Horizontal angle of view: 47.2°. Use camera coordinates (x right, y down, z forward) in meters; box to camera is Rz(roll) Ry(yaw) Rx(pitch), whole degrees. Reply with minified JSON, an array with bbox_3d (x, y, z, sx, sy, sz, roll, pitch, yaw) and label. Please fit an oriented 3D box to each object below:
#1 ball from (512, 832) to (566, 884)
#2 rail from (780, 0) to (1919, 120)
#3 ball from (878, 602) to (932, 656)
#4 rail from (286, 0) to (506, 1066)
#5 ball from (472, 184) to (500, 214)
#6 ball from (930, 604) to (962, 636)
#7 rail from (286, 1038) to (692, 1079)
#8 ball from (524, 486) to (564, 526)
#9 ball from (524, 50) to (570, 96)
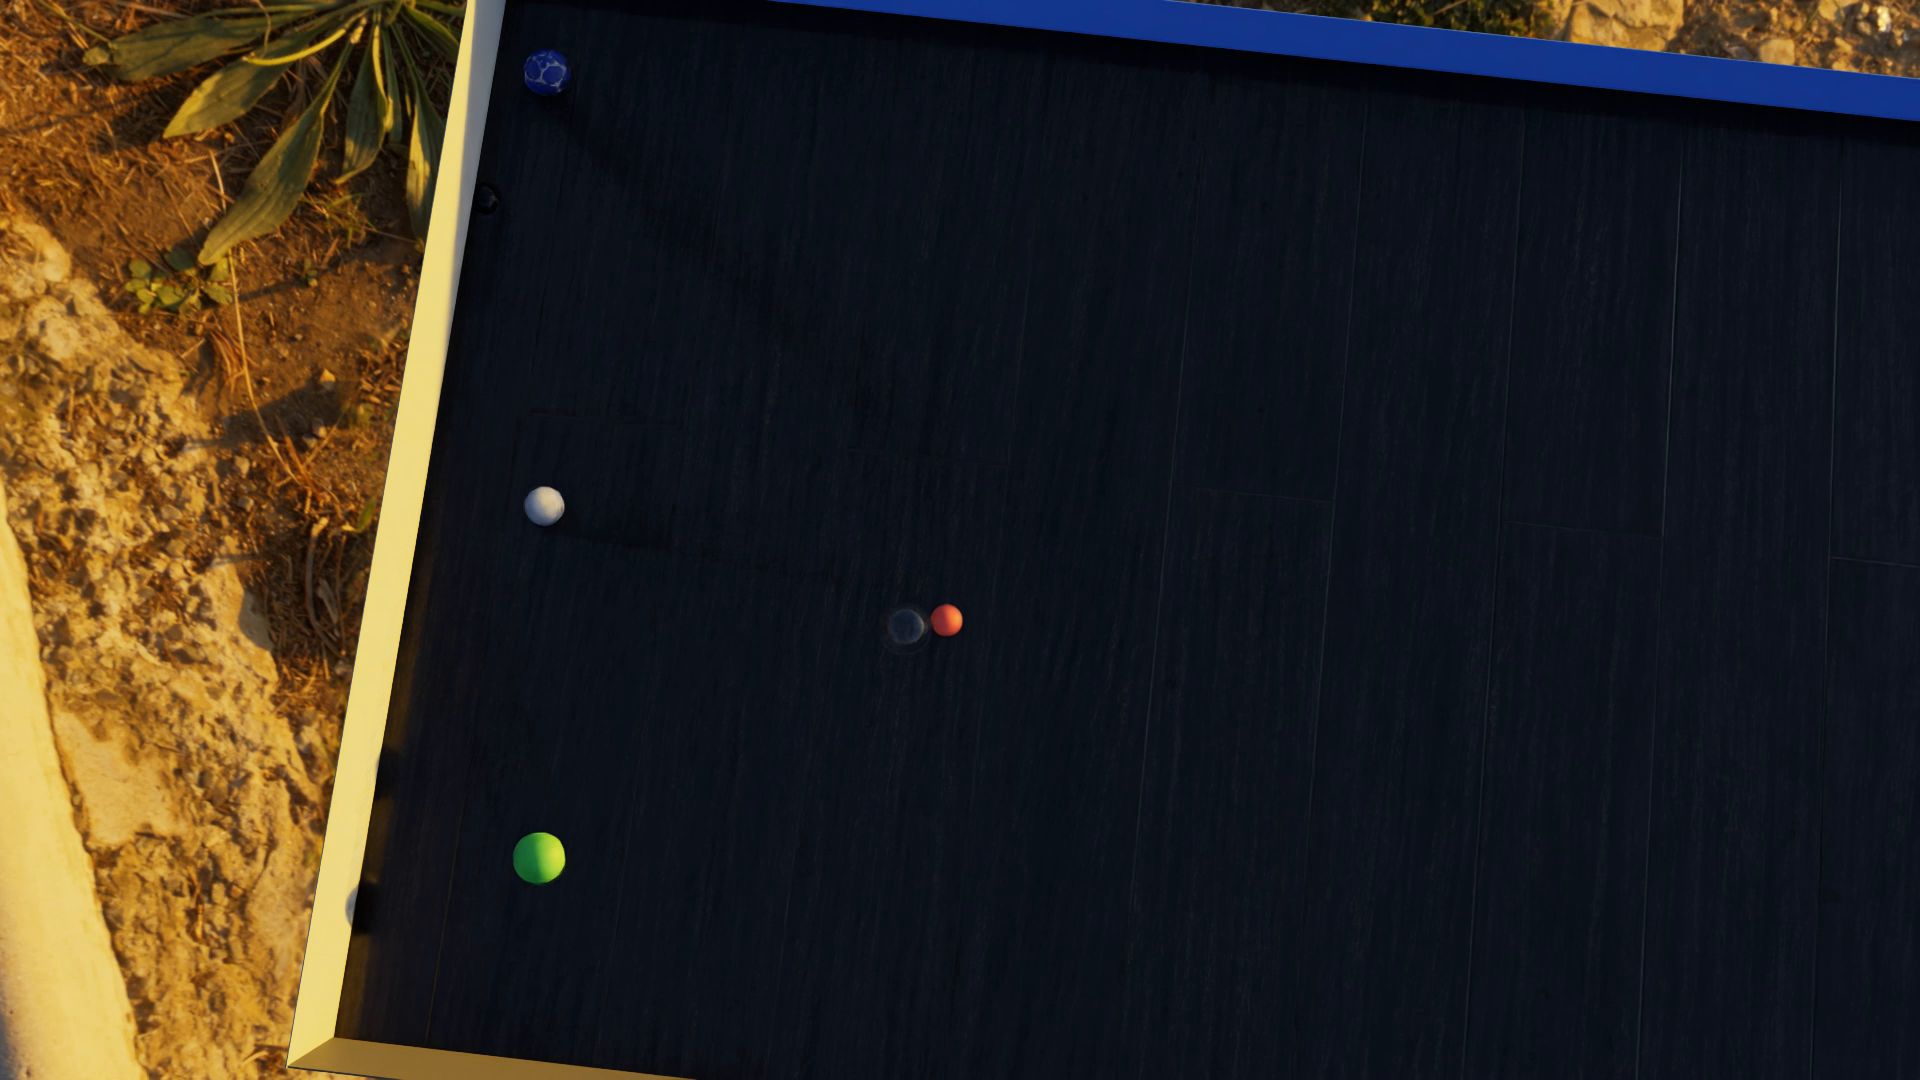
[{"bbox_3d":[-0.613,0.463,3.204,0.076,0.076,0.076,0,78,0],"label":"ball"},{"bbox_3d":[0.943,-0.735,3.437,3.414,0.102,0.045,6,78,1],"label":"rail"},{"bbox_3d":[-0.081,0.132,3.271,0.079,0.079,0.079,0,78,0],"label":"ball"},{"bbox_3d":[-0.825,-0.095,3.305,0.045,0.102,1.742,6,78,1],"label":"rail"},{"bbox_3d":[-0.740,-0.531,3.423,0.049,0.049,0.049,0,78,0],"label":"ball"},{"bbox_3d":[-0.020,0.120,3.289,0.048,0.048,0.048,0,78,0],"label":"ball"},{"bbox_3d":[0.753,0.914,3.096,3.414,0.102,0.045,6,78,1],"label":"rail"},{"bbox_3d":[-0.627,-0.051,3.318,0.060,0.060,0.060,0,78,0],"label":"ball"},{"bbox_3d":[-0.649,-0.733,3.452,0.074,0.074,0.074,0,78,0],"label":"ball"}]
